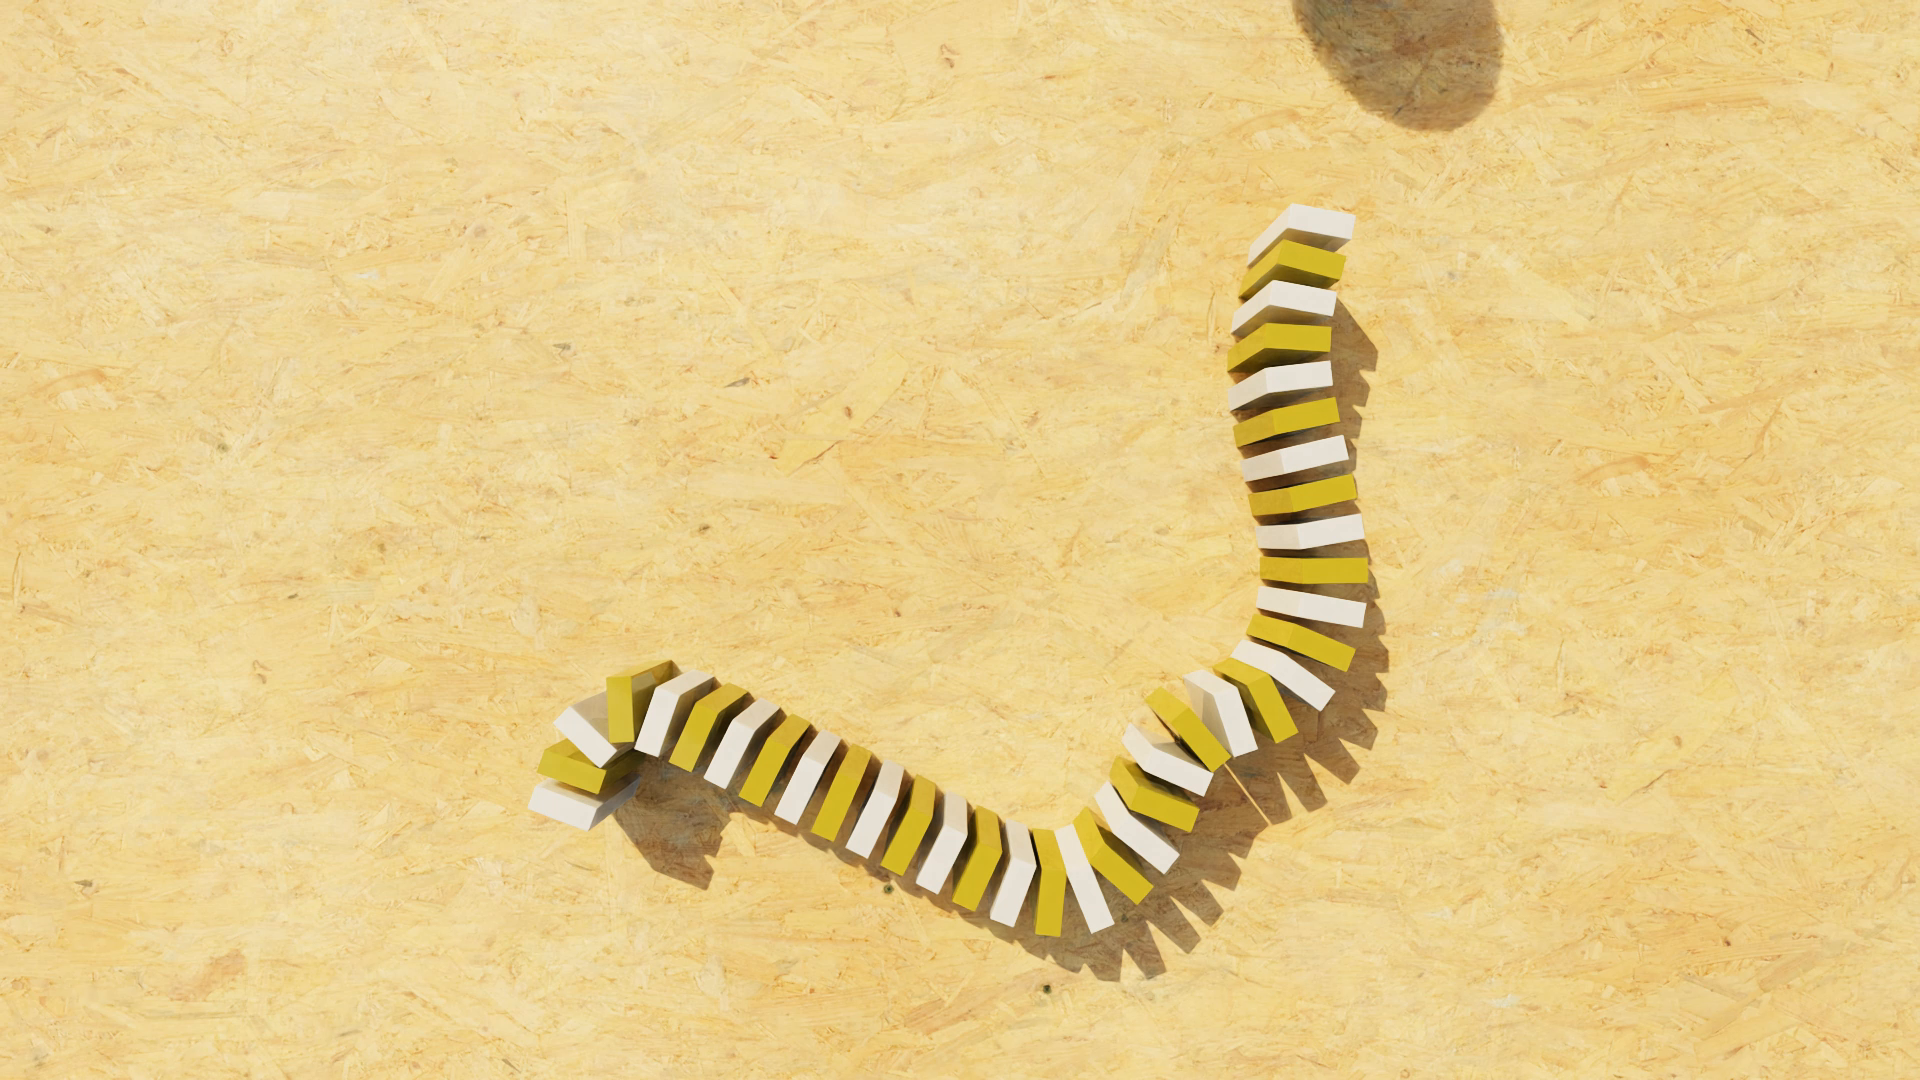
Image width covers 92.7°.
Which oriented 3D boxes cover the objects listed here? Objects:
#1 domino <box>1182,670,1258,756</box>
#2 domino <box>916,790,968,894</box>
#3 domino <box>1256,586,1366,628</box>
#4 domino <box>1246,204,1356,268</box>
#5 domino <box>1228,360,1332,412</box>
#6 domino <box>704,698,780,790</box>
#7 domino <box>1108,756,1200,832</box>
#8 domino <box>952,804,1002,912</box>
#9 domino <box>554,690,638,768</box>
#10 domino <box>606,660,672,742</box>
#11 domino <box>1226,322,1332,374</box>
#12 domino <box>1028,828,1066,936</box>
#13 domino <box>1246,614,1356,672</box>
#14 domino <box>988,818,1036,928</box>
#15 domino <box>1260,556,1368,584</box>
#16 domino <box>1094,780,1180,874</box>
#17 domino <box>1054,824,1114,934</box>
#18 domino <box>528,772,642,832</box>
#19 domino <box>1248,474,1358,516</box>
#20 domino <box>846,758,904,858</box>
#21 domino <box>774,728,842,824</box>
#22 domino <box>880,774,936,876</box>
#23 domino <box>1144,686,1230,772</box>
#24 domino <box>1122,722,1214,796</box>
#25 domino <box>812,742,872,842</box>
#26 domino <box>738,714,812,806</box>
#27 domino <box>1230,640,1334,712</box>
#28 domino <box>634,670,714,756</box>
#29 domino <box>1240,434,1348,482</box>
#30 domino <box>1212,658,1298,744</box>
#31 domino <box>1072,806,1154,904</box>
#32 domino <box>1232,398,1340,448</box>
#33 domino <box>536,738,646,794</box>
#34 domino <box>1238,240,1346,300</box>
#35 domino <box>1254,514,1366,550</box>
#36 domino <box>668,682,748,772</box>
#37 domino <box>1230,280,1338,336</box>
[{"bbox_3d":[0.105,0.070,0.375,0.010,0.050,0.025,-19,90,0],"label":"domino"},{"bbox_3d":[-0.007,0.122,0.375,0.010,0.050,0.025,27,90,0],"label":"domino"},{"bbox_3d":[0.142,0.027,0.375,0.025,0.050,0.009,10,90,0],"label":"domino"},{"bbox_3d":[0.138,-0.122,0.375,0.025,0.050,0.009,11,90,0],"label":"domino"},{"bbox_3d":[0.130,-0.062,0.375,0.025,0.050,0.010,-7,90,0],"label":"domino"},{"bbox_3d":[-0.088,0.082,0.375,0.009,0.050,0.025,27,90,0],"label":"domino"},{"bbox_3d":[0.078,0.103,0.375,0.025,0.050,0.009,21,90,0],"label":"domino"},{"bbox_3d":[0.007,0.129,0.375,0.010,0.050,0.025,25,90,0],"label":"domino"},{"bbox_3d":[-0.143,0.075,0.375,0.025,0.050,0.009,44,90,0],"label":"domino"},{"bbox_3d":[-0.130,0.065,0.375,0.010,0.050,0.025,-3,90,0],"label":"domino"},{"bbox_3d":[0.129,-0.077,0.375,0.025,0.050,0.009,3,90,0],"label":"domino"},{"bbox_3d":[0.035,0.139,0.375,0.010,0.050,0.025,6,90,0],"label":"domino"},{"bbox_3d":[0.138,0.041,0.375,0.025,0.050,0.010,23,90,0],"label":"domino"},{"bbox_3d":[0.020,0.135,0.375,0.010,0.050,0.025,21,90,0],"label":"domino"},{"bbox_3d":[0.143,0.012,0.375,0.025,0.050,0.009,-1,90,0],"label":"domino"},{"bbox_3d":[0.071,0.116,0.375,0.025,0.050,0.009,39,90,0],"label":"domino"},{"bbox_3d":[0.050,0.137,0.375,0.010,0.050,0.025,-22,90,0],"label":"domino"},{"bbox_3d":[-0.152,0.103,0.375,0.025,0.050,0.010,21,90,0],"label":"domino"},{"bbox_3d":[0.139,-0.018,0.375,0.025,0.050,0.010,-13,90,0],"label":"domino"},{"bbox_3d":[-0.034,0.108,0.375,0.009,0.050,0.025,26,90,0],"label":"domino"},{"bbox_3d":[-0.061,0.096,0.375,0.009,0.050,0.025,26,90,0],"label":"domino"},{"bbox_3d":[-0.020,0.115,0.375,0.010,0.050,0.025,27,90,0],"label":"domino"},{"bbox_3d":[0.092,0.076,0.375,0.010,0.050,0.025,-40,90,0],"label":"domino"},{"bbox_3d":[0.084,0.089,0.375,0.025,0.050,0.010,23,90,0],"label":"domino"},{"bbox_3d":[-0.048,0.102,0.375,0.010,0.050,0.025,24,90,0],"label":"domino"},{"bbox_3d":[-0.075,0.089,0.375,0.009,0.050,0.025,27,90,0],"label":"domino"},{"bbox_3d":[0.131,0.054,0.375,0.025,0.050,0.010,36,90,0],"label":"domino"},{"bbox_3d":[-0.116,0.070,0.375,0.010,0.050,0.025,19,90,0],"label":"domino"},{"bbox_3d":[0.135,-0.033,0.375,0.025,0.050,0.010,-13,90,0],"label":"domino"},{"bbox_3d":[0.119,0.064,0.375,0.010,0.050,0.025,-27,90,0],"label":"domino"},{"bbox_3d":[0.062,0.128,0.375,0.025,0.050,0.009,41,90,0],"label":"domino"},{"bbox_3d":[0.132,-0.047,0.375,0.025,0.050,0.010,-12,90,0],"label":"domino"},{"bbox_3d":[-0.148,0.089,0.375,0.025,0.050,0.010,19,90,0],"label":"domino"},{"bbox_3d":[0.134,-0.107,0.375,0.025,0.050,0.010,15,90,0],"label":"domino"},{"bbox_3d":[0.142,-0.003,0.375,0.025,0.050,0.010,-10,90,0],"label":"domino"},{"bbox_3d":[-0.102,0.075,0.375,0.010,0.050,0.025,25,90,0],"label":"domino"},{"bbox_3d":[0.131,-0.092,0.375,0.025,0.050,0.010,11,90,0],"label":"domino"}]
